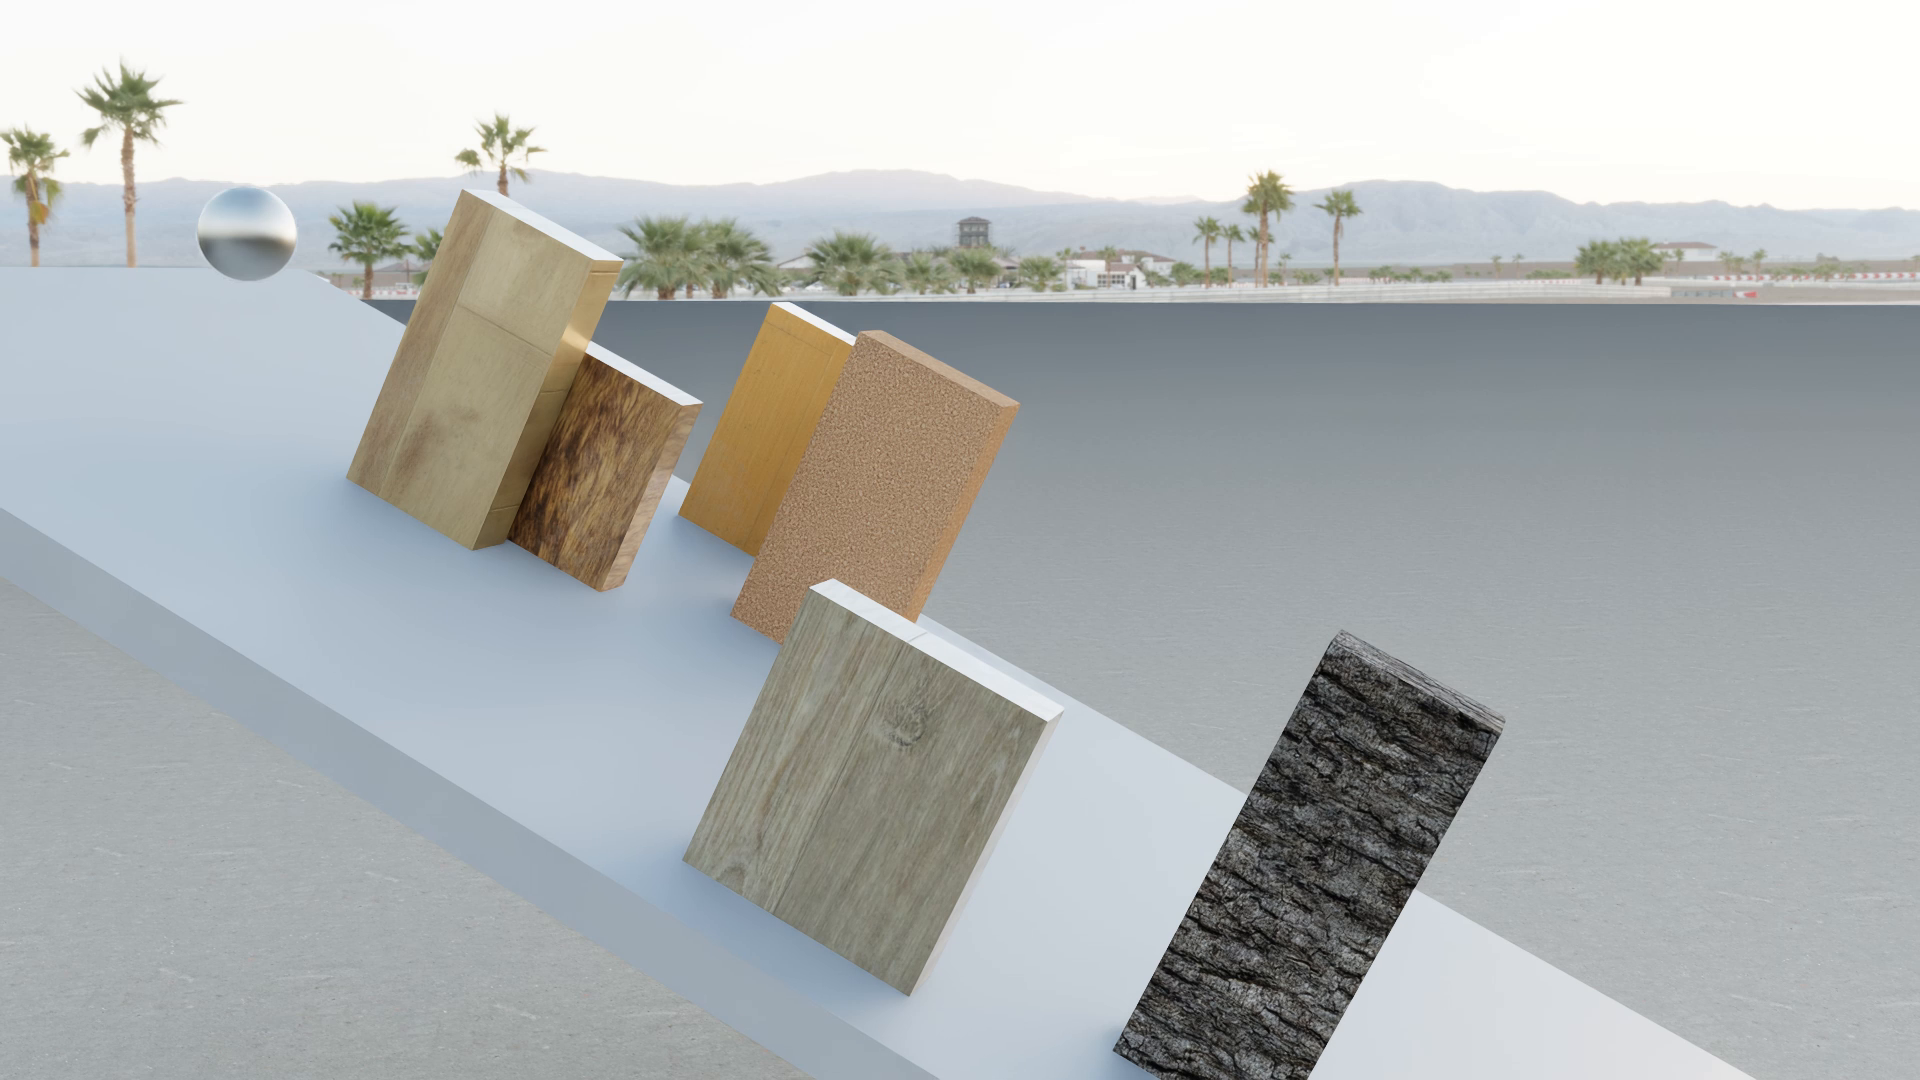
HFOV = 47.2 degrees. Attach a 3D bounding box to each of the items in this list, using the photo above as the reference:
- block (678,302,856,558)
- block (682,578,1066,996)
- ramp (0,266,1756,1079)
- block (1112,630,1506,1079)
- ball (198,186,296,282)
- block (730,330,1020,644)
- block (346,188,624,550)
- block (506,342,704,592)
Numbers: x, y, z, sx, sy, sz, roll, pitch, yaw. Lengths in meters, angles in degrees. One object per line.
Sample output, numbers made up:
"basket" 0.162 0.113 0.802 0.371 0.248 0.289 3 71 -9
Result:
"block" -0.371 -0.220 4.956 0.335 0.534 0.104 29 14 12
"block" -0.134 0.369 3.309 0.407 0.479 0.103 29 14 12
"ramp" -0.247 0.416 4.161 4.000 0.100 2.000 29 14 12
"block" 0.528 0.529 3.357 0.277 0.735 0.123 29 14 12
"ball" -1.480 -0.636 4.566 0.197 0.197 0.197 0 7 0
"block" -0.175 -0.059 4.466 0.331 0.650 0.131 29 14 12
"block" -0.912 -0.325 4.211 0.301 0.613 0.125 29 14 12
"block" -0.720 -0.148 4.324 0.276 0.411 0.099 29 14 12
